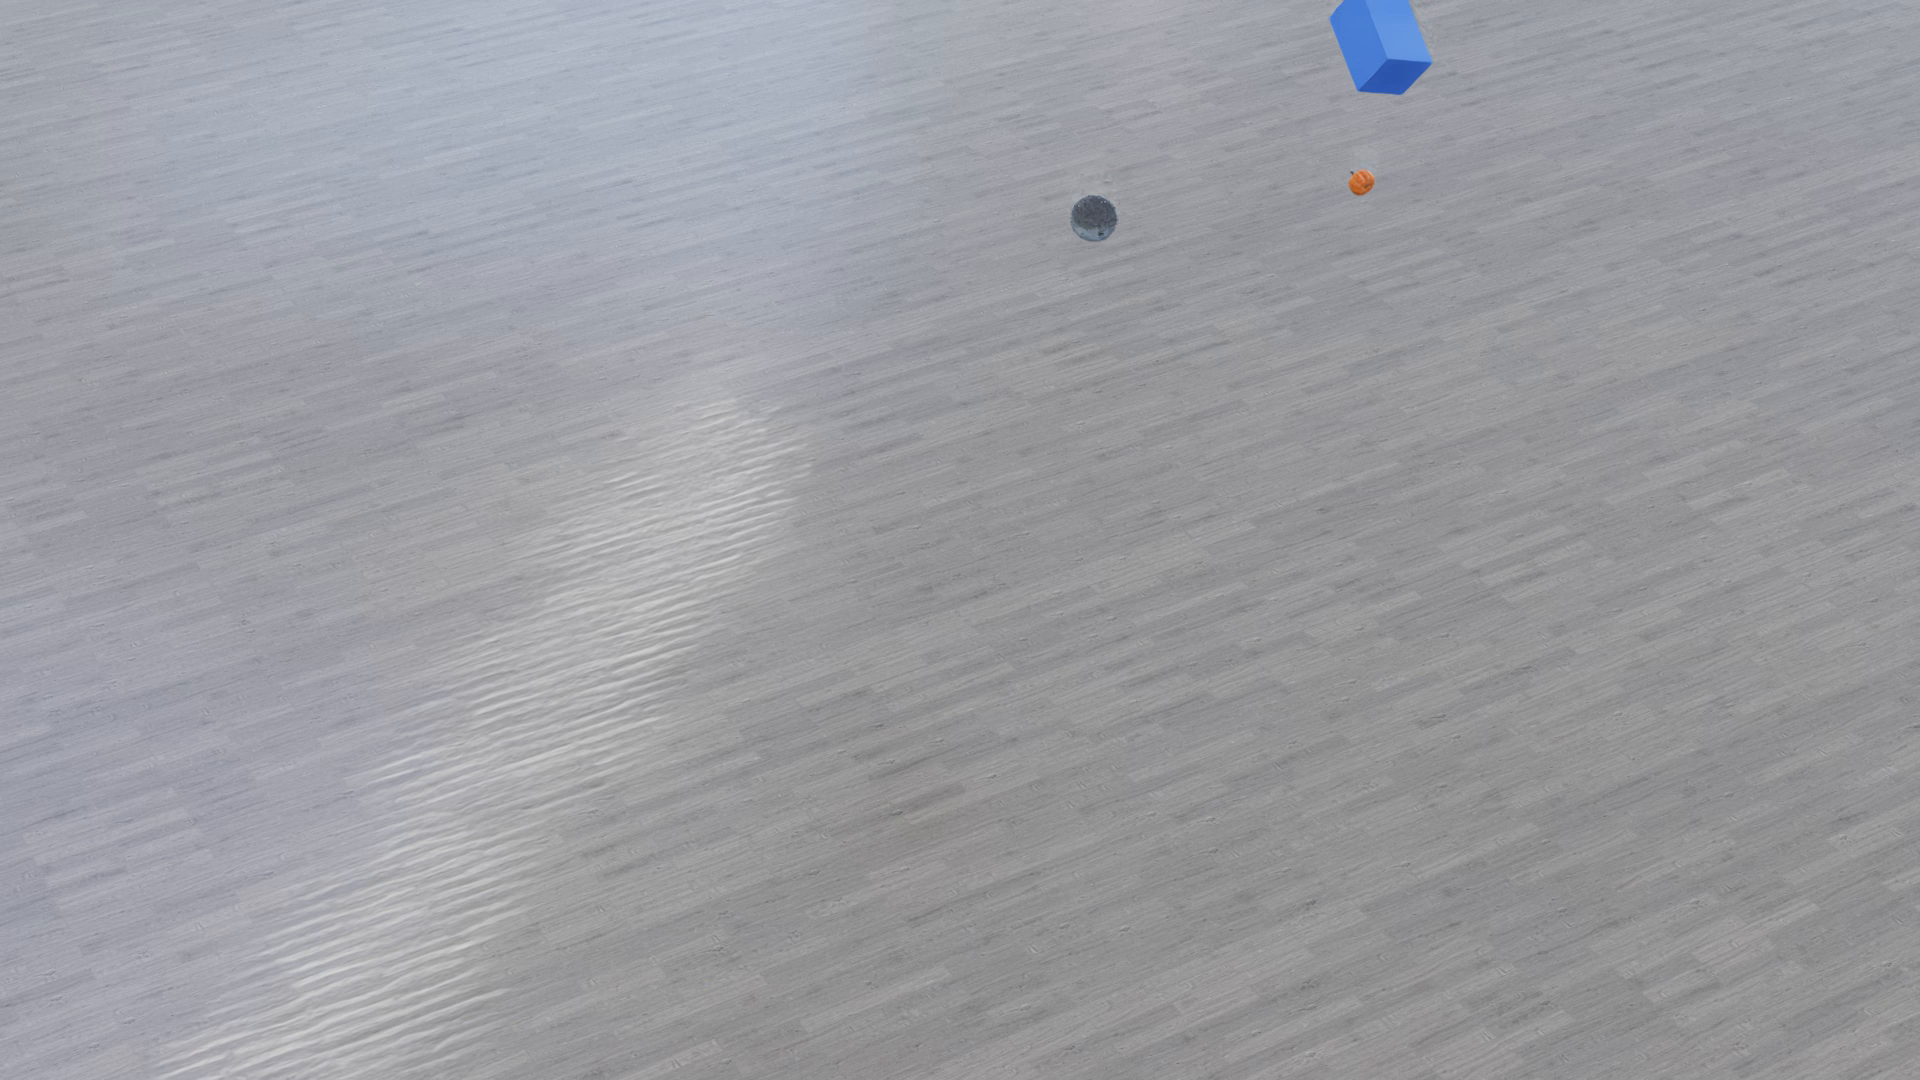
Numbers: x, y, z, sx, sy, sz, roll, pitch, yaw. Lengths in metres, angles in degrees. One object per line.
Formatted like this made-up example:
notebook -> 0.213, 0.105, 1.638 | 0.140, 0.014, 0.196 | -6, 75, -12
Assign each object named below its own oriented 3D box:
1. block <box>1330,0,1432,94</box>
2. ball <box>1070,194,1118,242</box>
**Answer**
block -> 1.221, -1.453, 8.519 | 0.166, 0.158, 0.265 | -1, 62, -32
ball -> 0.370, -0.888, 8.096 | 0.131, 0.131, 0.131 | 0, 33, 0
